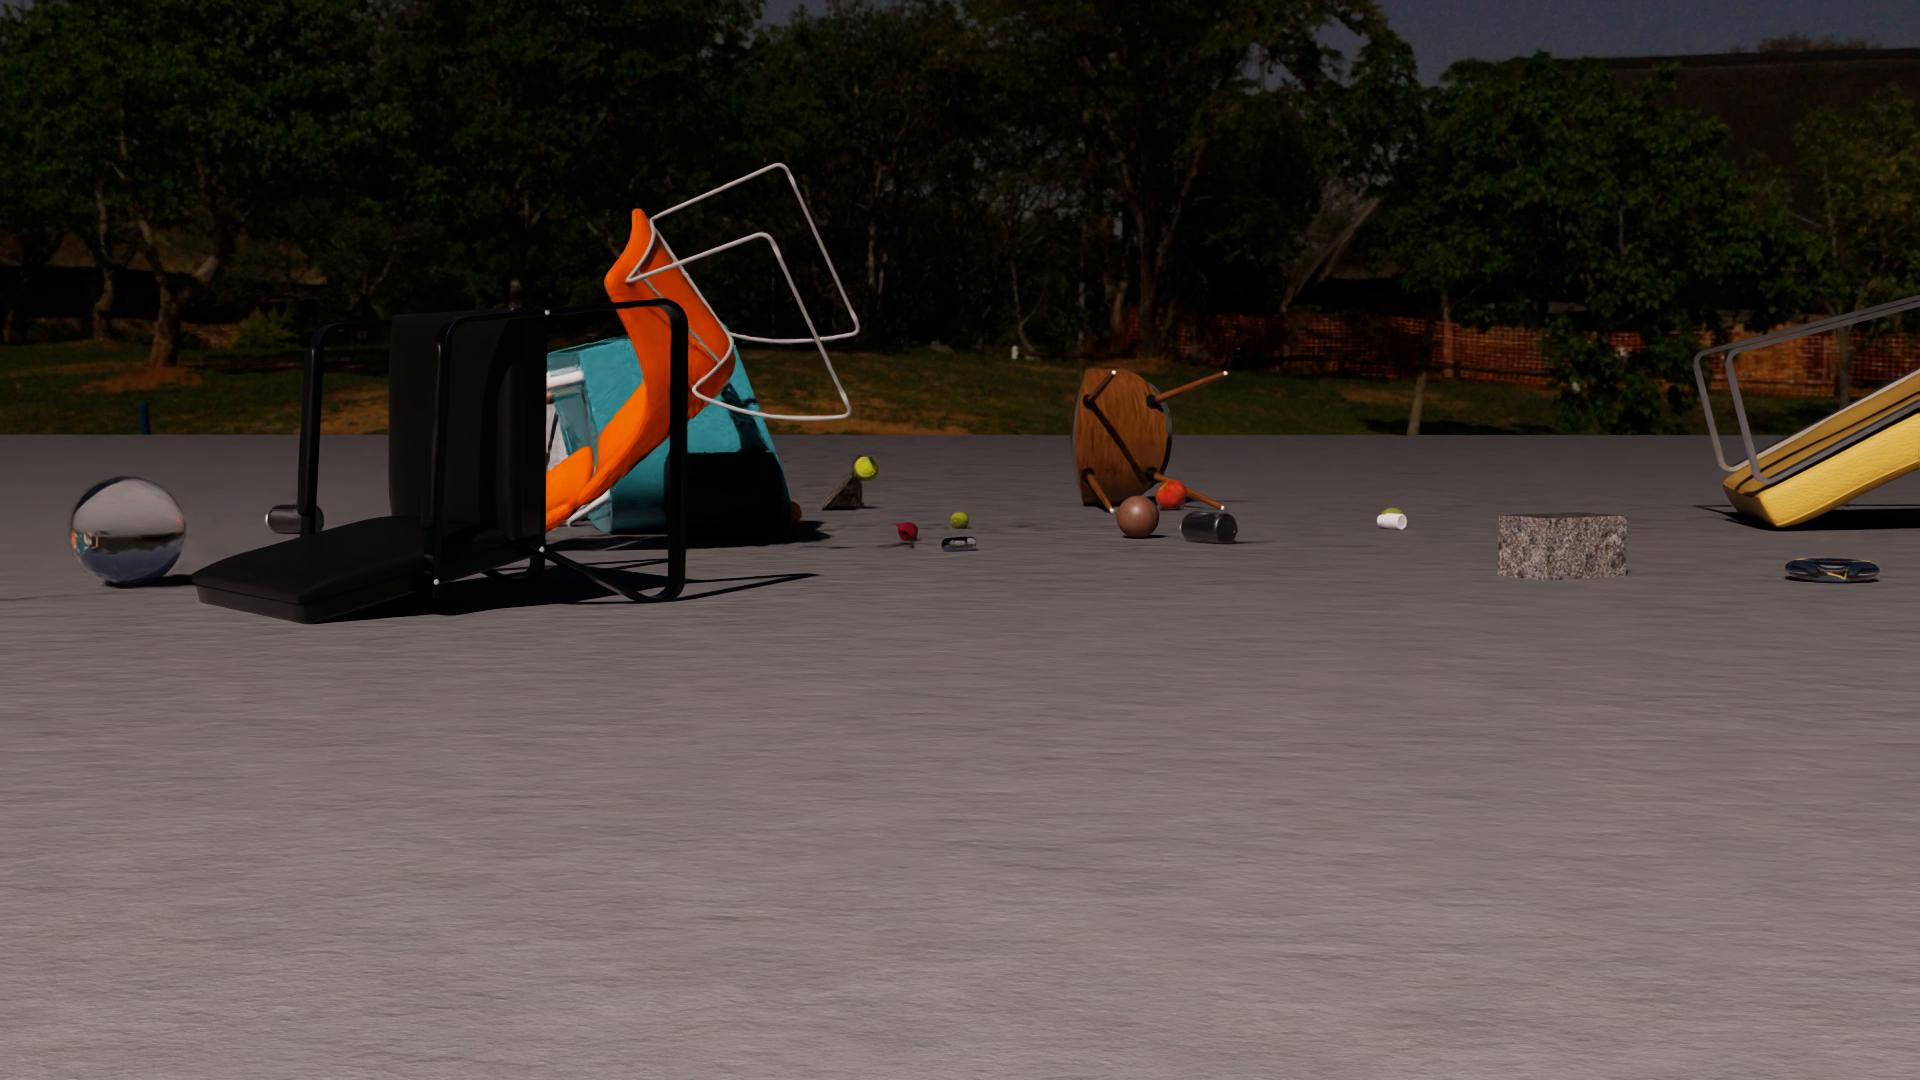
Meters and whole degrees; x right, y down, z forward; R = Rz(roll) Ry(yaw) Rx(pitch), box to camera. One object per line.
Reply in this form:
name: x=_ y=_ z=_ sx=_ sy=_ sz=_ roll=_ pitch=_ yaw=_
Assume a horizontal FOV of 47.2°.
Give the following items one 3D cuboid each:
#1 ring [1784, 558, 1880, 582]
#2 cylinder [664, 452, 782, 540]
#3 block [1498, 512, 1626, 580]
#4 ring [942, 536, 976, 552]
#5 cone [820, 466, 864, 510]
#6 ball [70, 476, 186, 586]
ring: x=2.049 y=0.071 z=5.168 sx=0.213 sy=0.049 sz=0.207 roll=-1 pitch=3 yaw=-26
cylinder: x=-0.714 y=-0.135 z=6.617 sx=0.316 sy=0.263 sz=0.171 roll=-2 pitch=-8 yaw=-25
block: x=1.447 y=0.014 z=5.284 sx=0.255 sy=0.146 sz=0.162 roll=-2 pitch=4 yaw=-29
ring: x=-0.003 y=0.012 z=6.098 sx=0.113 sy=0.039 sz=0.049 roll=-4 pitch=4 yaw=-32
cone: x=-0.404 y=-0.155 z=8.209 sx=0.194 sy=0.121 sz=0.232 roll=-37 pitch=14 yaw=49
ball: x=-1.895 y=-0.020 z=5.012 sx=0.250 sy=0.250 sz=0.250 roll=0 pitch=4 yaw=0
